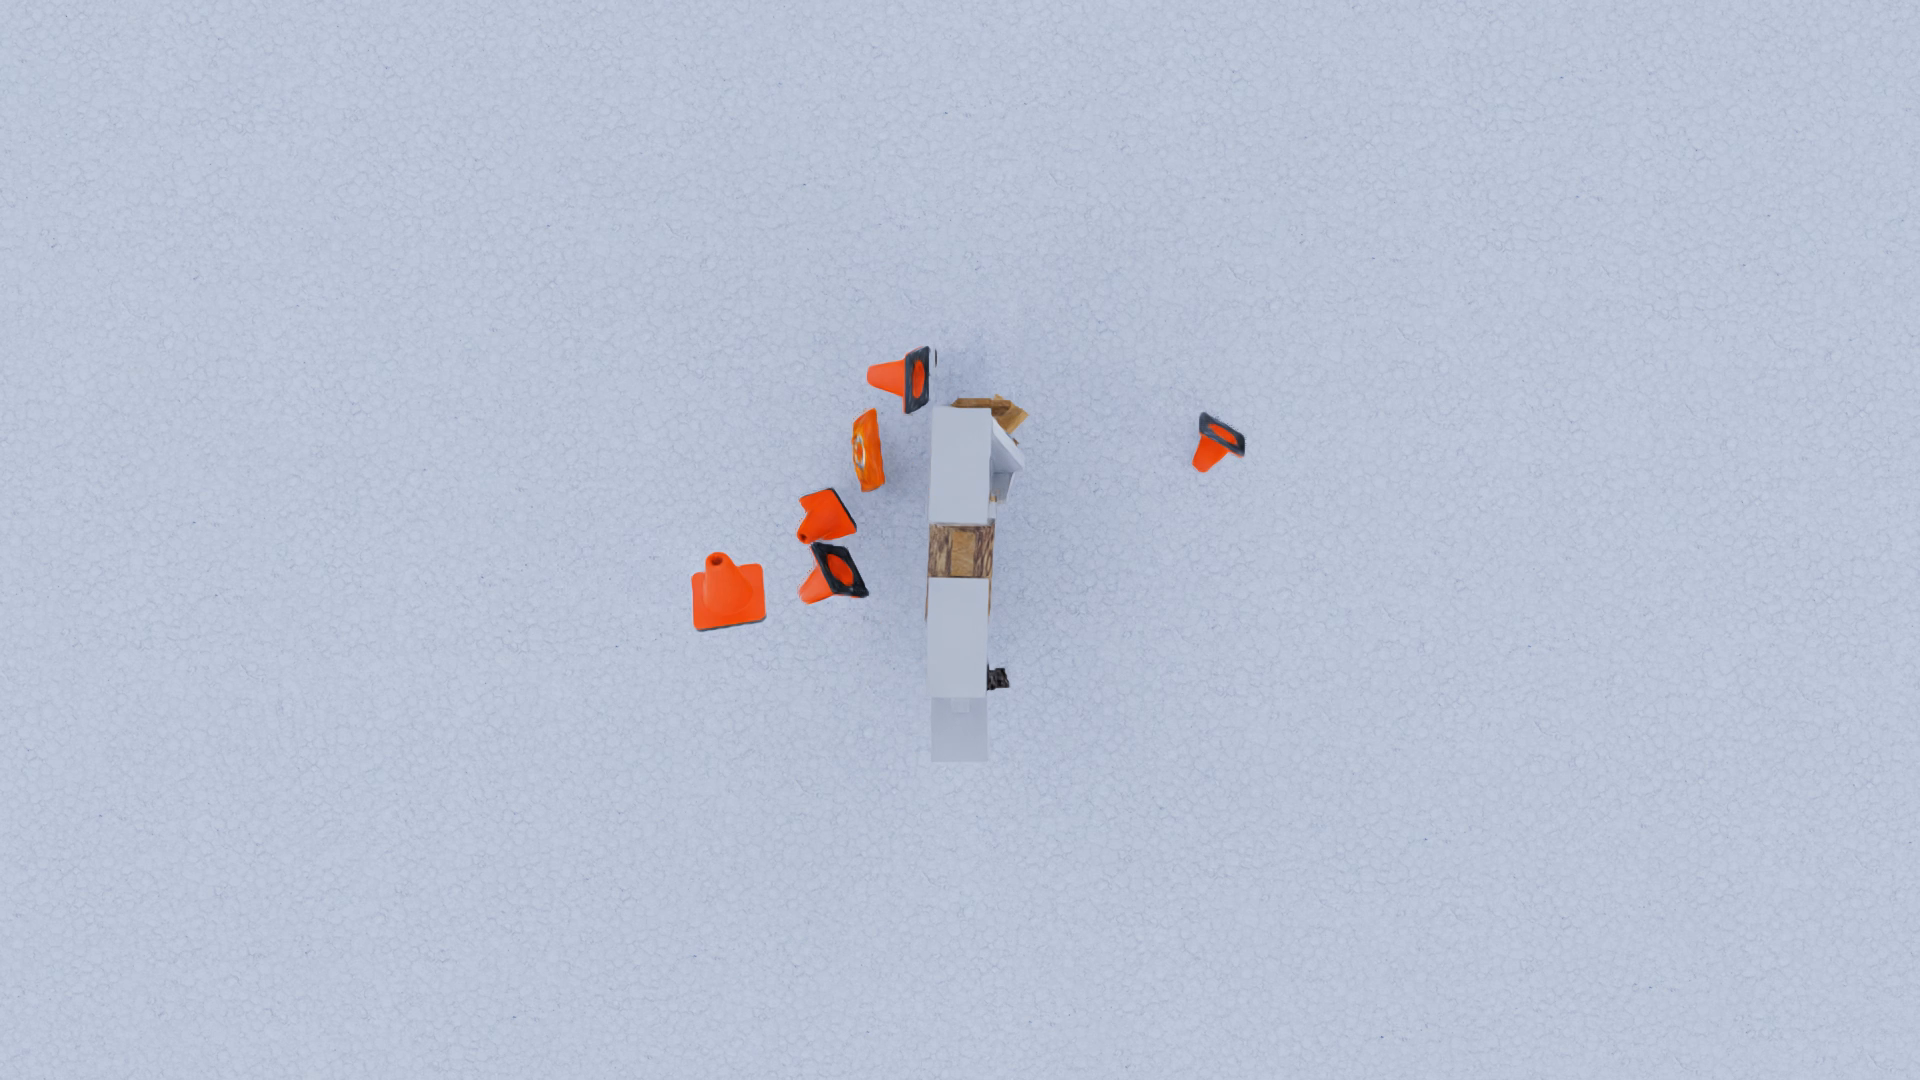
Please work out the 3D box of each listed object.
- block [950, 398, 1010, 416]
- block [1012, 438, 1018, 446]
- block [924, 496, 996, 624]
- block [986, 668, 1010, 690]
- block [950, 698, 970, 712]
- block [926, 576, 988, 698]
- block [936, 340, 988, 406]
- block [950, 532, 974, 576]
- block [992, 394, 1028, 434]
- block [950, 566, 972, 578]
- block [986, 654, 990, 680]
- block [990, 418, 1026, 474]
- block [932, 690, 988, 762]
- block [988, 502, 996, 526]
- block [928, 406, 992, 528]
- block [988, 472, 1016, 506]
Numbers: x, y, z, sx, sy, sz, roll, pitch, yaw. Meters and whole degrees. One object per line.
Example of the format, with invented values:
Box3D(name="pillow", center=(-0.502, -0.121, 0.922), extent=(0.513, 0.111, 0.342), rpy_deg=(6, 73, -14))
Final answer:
Box3D(name="block", center=(0.057, -0.370, 4.591), extent=(0.153, 0.077, 0.022), rpy_deg=(1, 76, -16))
Box3D(name="block", center=(0.102, -0.247, 5.164), extent=(0.186, 0.072, 0.021), rpy_deg=(-40, 89, 17))
Box3D(name="block", center=(0.002, 0.049, 4.510), extent=(0.176, 0.050, 0.352), rpy_deg=(3, 91, 0))
Box3D(name="block", center=(0.093, 0.380, 4.503), extent=(0.015, 0.104, 0.052), rpy_deg=(-22, 95, -36))
Box3D(name="block", center=(0.000, 0.440, 4.502), extent=(0.052, 0.104, 0.015), rpy_deg=(0, 58, 1))
Box3D(name="block", center=(-0.007, 0.246, 4.164), extent=(0.150, 0.043, 0.301), rpy_deg=(1, 91, 0))
Box3D(name="block", center=(0.006, -0.431, 4.762), extent=(0.144, 0.041, 0.287), rpy_deg=(-2, 90, 0))
Box3D(name="block", center=(0.007, 0.038, 4.360), extent=(0.058, 0.016, 0.115), rpy_deg=(3, 91, -1))
Box3D(name="block", center=(0.123, -0.356, 4.675), extent=(0.076, 0.153, 0.022), rpy_deg=(-48, 127, -3))
Box3D(name="block", center=(0.003, 0.085, 4.427), extent=(0.058, 0.115, 0.016), rpy_deg=(3, 81, 0))
Box3D(name="block", center=(-0.002, 0.331, 4.369), extent=(0.150, 0.363, 0.043), rpy_deg=(3, 90, 0))
Box3D(name="block", center=(0.062, -0.253, 4.494), extent=(0.149, 0.522, 0.042), rpy_deg=(-4, 81, 11))
Box3D(name="block", center=(-0.002, 0.457, 4.572), extent=(0.155, 0.044, 0.310), rpy_deg=(-1, 90, 0))
Box3D(name="block", center=(0.015, -0.068, 4.333), extent=(0.149, 0.299, 0.042), rpy_deg=(1, 87, 0))
Box3D(name="block", center=(0.000, -0.186, 4.181), extent=(0.149, 0.042, 0.299), rpy_deg=(2, 78, 0))
Box3D(name="block", center=(0.110, -0.167, 4.739), extent=(0.078, 0.022, 0.157), rpy_deg=(4, 48, 13))
